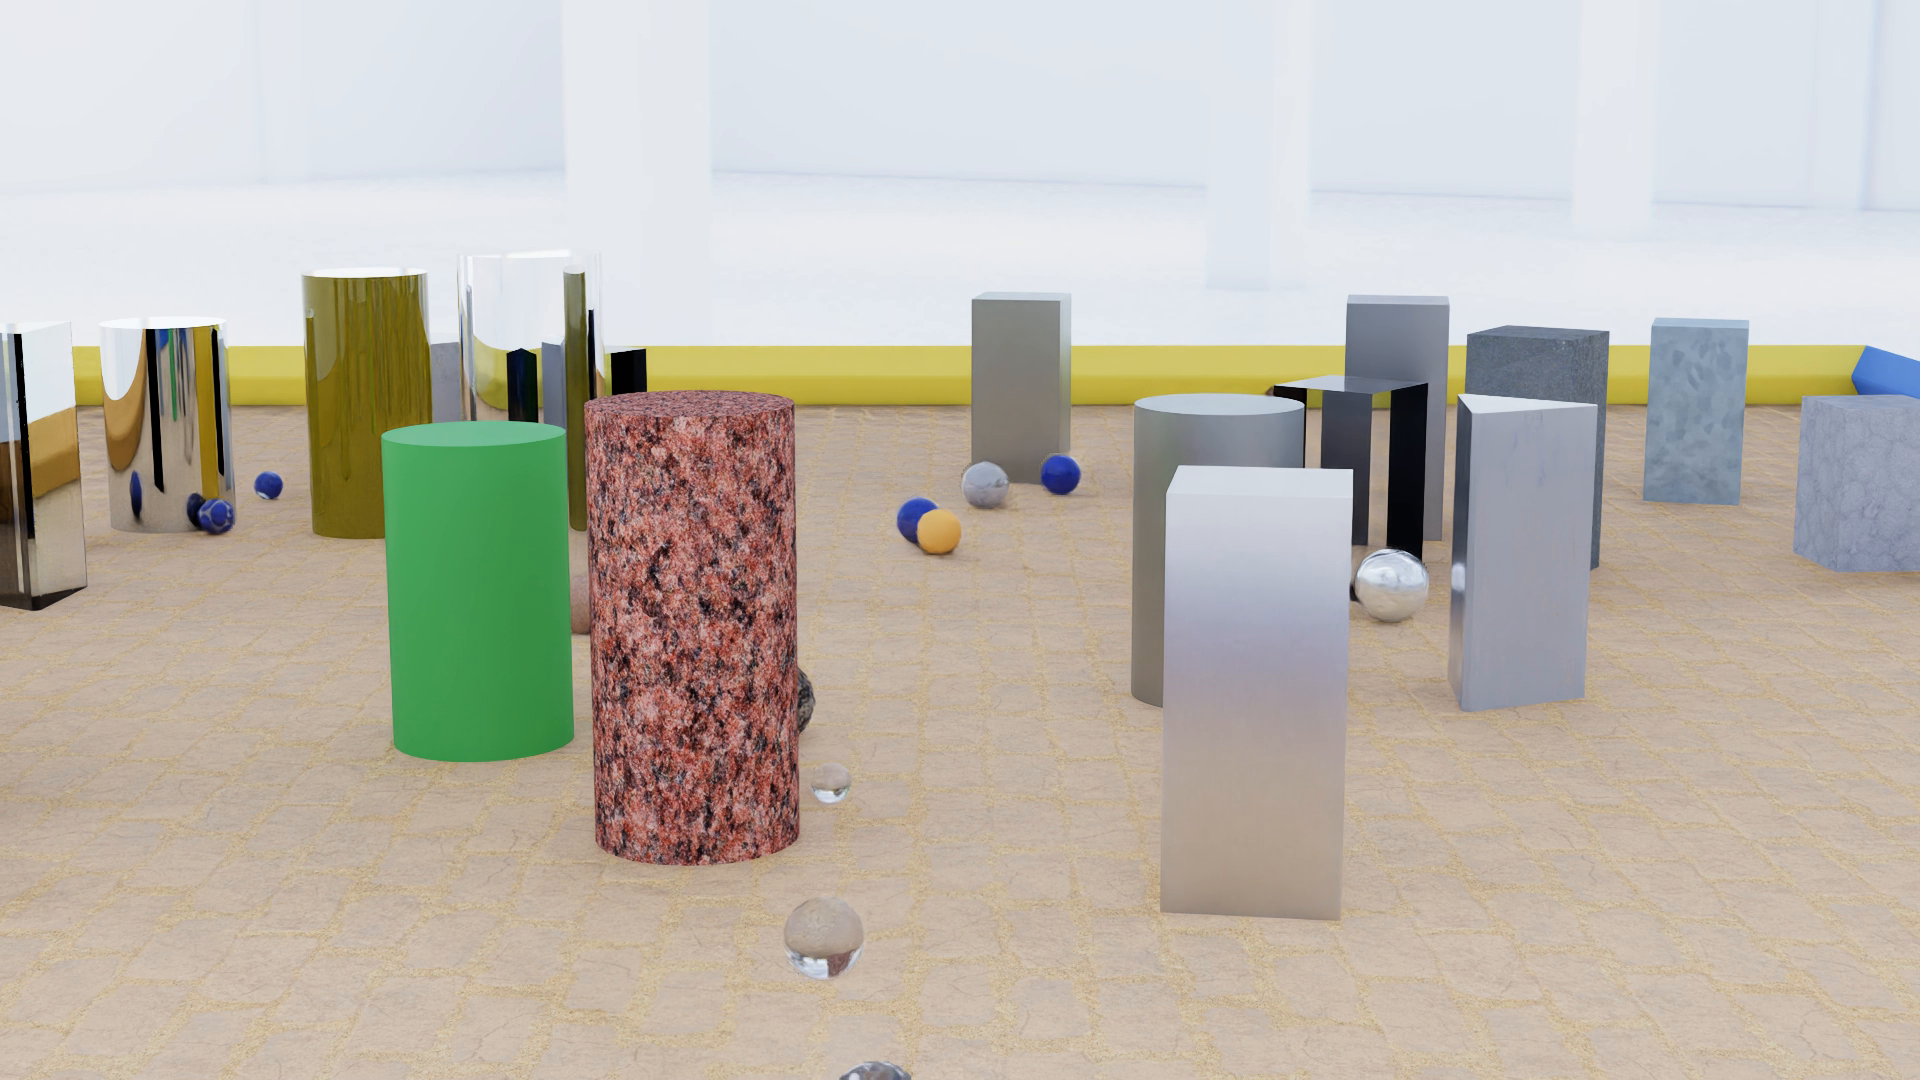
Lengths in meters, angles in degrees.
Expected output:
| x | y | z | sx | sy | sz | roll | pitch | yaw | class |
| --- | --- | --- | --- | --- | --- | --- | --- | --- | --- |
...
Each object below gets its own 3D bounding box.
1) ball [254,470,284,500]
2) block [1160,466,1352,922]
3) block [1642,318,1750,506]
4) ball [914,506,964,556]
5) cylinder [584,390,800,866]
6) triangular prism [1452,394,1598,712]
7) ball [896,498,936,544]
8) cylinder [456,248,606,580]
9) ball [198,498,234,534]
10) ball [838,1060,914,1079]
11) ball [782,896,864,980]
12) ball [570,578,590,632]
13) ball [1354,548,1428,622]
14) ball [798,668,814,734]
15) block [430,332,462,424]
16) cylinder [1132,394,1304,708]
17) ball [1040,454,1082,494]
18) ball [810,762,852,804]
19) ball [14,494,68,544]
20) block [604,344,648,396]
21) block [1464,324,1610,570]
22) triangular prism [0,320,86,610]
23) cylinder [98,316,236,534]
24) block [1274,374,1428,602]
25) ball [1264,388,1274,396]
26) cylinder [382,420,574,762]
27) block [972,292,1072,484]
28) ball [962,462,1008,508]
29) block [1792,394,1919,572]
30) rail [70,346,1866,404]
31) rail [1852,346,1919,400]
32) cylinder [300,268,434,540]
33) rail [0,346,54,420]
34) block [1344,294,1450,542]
| x | y | z | sx | sy | sz | roll | pitch | yaw | class |
| --- | --- | --- | --- | --- | --- | --- | --- | --- | --- |
| -1.171 | -0.093 | 4.345 | 0.049 | 0.049 | 0.049 | 0 | 11 | 0 | ball |
| 0.263 | 0.130 | 2.262 | 0.156 | 0.369 | 0.156 | 2 | 11 | 8 | block |
| 1.250 | -0.221 | 4.353 | 0.156 | 0.296 | 0.156 | 3 | 11 | 17 | block |
| -0.031 | -0.013 | 3.855 | 0.074 | 0.074 | 0.074 | 0 | 11 | 0 | ball |
| -0.251 | 0.078 | 2.418 | 0.194 | 0.416 | 0.194 | 0 | 11 | 0 | cylinder |
| 0.621 | 0.009 | 2.991 | 0.168 | 0.343 | 0.146 | -5 | 12 | -24 | triangular prism |
| -0.062 | -0.030 | 3.943 | 0.071 | 0.071 | 0.071 | 0 | 11 | 0 | ball |
| -0.579 | -0.153 | 3.494 | 0.194 | 0.476 | 0.194 | 0 | 11 | 0 | cylinder |
| -1.168 | -0.038 | 4.026 | 0.055 | 0.055 | 0.055 | 0 | 11 | 0 | ball |
| -0.057 | 0.384 | 1.732 | 0.064 | 0.064 | 0.064 | 0 | 11 | 0 | ball |
| -0.110 | 0.321 | 2.067 | 0.066 | 0.066 | 0.066 | 0 | 11 | 0 | ball |
| -0.489 | 0.083 | 3.324 | 0.069 | 0.069 | 0.069 | 0 | 11 | 0 | ball |
| 0.569 | 0.060 | 3.389 | 0.097 | 0.097 | 0.097 | 0 | 11 | 0 | ball |
| -0.204 | 0.174 | 2.783 | 0.093 | 0.093 | 0.093 | 0 | 11 | 0 | ball |
| -0.911 | -0.217 | 4.425 | 0.156 | 0.262 | 0.156 | -10 | 14 | -43 | block |
| 0.298 | 0.011 | 2.978 | 0.194 | 0.342 | 0.194 | 0 | 11 | 0 | cylinder |
| 0.173 | -0.112 | 4.390 | 0.069 | 0.069 | 0.069 | 0 | 11 | 0 | ball |
| -0.129 | 0.242 | 2.559 | 0.041 | 0.041 | 0.041 | 0 | 11 | 0 | ball |
| -1.412 | -0.033 | 3.940 | 0.078 | 0.078 | 0.078 | 0 | 11 | 0 | ball |
| -0.646 | -0.204 | 4.399 | 0.156 | 0.246 | 0.156 | 8 | 13 | 35 | block |
| 0.830 | -0.127 | 3.711 | 0.156 | 0.347 | 0.156 | 7 | 12 | 32 | block |
| -1.275 | -0.108 | 3.531 | 0.168 | 0.375 | 0.146 | 7 | 13 | 33 | triangular prism |
| -1.263 | -0.186 | 4.096 | 0.194 | 0.323 | 0.194 | 0 | 11 | 0 | cylinder |
| 0.543 | -0.075 | 3.591 | 0.156 | 0.288 | 0.156 | 8 | 13 | 38 | block |
| 0.675 | -0.308 | 5.516 | 0.043 | 0.043 | 0.043 | 0 | 11 | 0 | ball |
| -0.520 | 0.051 | 2.775 | 0.194 | 0.337 | 0.194 | 0 | 11 | 0 | cylinder |
| 0.110 | -0.272 | 4.554 | 0.156 | 0.323 | 0.156 | 2 | 11 | 10 | block |
| 0.042 | -0.091 | 4.252 | 0.077 | 0.077 | 0.077 | 0 | 11 | 0 | ball |
| 1.342 | -0.085 | 3.784 | 0.156 | 0.238 | 0.156 | -1 | 11 | -5 | block |
| -0.012 | -0.353 | 5.524 | 3.948 | 0.126 | 0.045 | 0 | 11 | 0 | rail |
| 1.950 | 0.030 | 3.460 | 0.045 | 0.126 | 4.269 | 0 | 11 | 0 | rail |
| -0.930 | -0.218 | 4.041 | 0.194 | 0.406 | 0.194 | 0 | 11 | 0 | cylinder |
| -1.950 | 0.035 | 3.438 | 0.045 | 0.126 | 4.269 | 0 | 11 | 0 | rail |
| 0.681 | -0.194 | 4.021 | 0.156 | 0.365 | 0.156 | 2 | 11 | 9 | block |
